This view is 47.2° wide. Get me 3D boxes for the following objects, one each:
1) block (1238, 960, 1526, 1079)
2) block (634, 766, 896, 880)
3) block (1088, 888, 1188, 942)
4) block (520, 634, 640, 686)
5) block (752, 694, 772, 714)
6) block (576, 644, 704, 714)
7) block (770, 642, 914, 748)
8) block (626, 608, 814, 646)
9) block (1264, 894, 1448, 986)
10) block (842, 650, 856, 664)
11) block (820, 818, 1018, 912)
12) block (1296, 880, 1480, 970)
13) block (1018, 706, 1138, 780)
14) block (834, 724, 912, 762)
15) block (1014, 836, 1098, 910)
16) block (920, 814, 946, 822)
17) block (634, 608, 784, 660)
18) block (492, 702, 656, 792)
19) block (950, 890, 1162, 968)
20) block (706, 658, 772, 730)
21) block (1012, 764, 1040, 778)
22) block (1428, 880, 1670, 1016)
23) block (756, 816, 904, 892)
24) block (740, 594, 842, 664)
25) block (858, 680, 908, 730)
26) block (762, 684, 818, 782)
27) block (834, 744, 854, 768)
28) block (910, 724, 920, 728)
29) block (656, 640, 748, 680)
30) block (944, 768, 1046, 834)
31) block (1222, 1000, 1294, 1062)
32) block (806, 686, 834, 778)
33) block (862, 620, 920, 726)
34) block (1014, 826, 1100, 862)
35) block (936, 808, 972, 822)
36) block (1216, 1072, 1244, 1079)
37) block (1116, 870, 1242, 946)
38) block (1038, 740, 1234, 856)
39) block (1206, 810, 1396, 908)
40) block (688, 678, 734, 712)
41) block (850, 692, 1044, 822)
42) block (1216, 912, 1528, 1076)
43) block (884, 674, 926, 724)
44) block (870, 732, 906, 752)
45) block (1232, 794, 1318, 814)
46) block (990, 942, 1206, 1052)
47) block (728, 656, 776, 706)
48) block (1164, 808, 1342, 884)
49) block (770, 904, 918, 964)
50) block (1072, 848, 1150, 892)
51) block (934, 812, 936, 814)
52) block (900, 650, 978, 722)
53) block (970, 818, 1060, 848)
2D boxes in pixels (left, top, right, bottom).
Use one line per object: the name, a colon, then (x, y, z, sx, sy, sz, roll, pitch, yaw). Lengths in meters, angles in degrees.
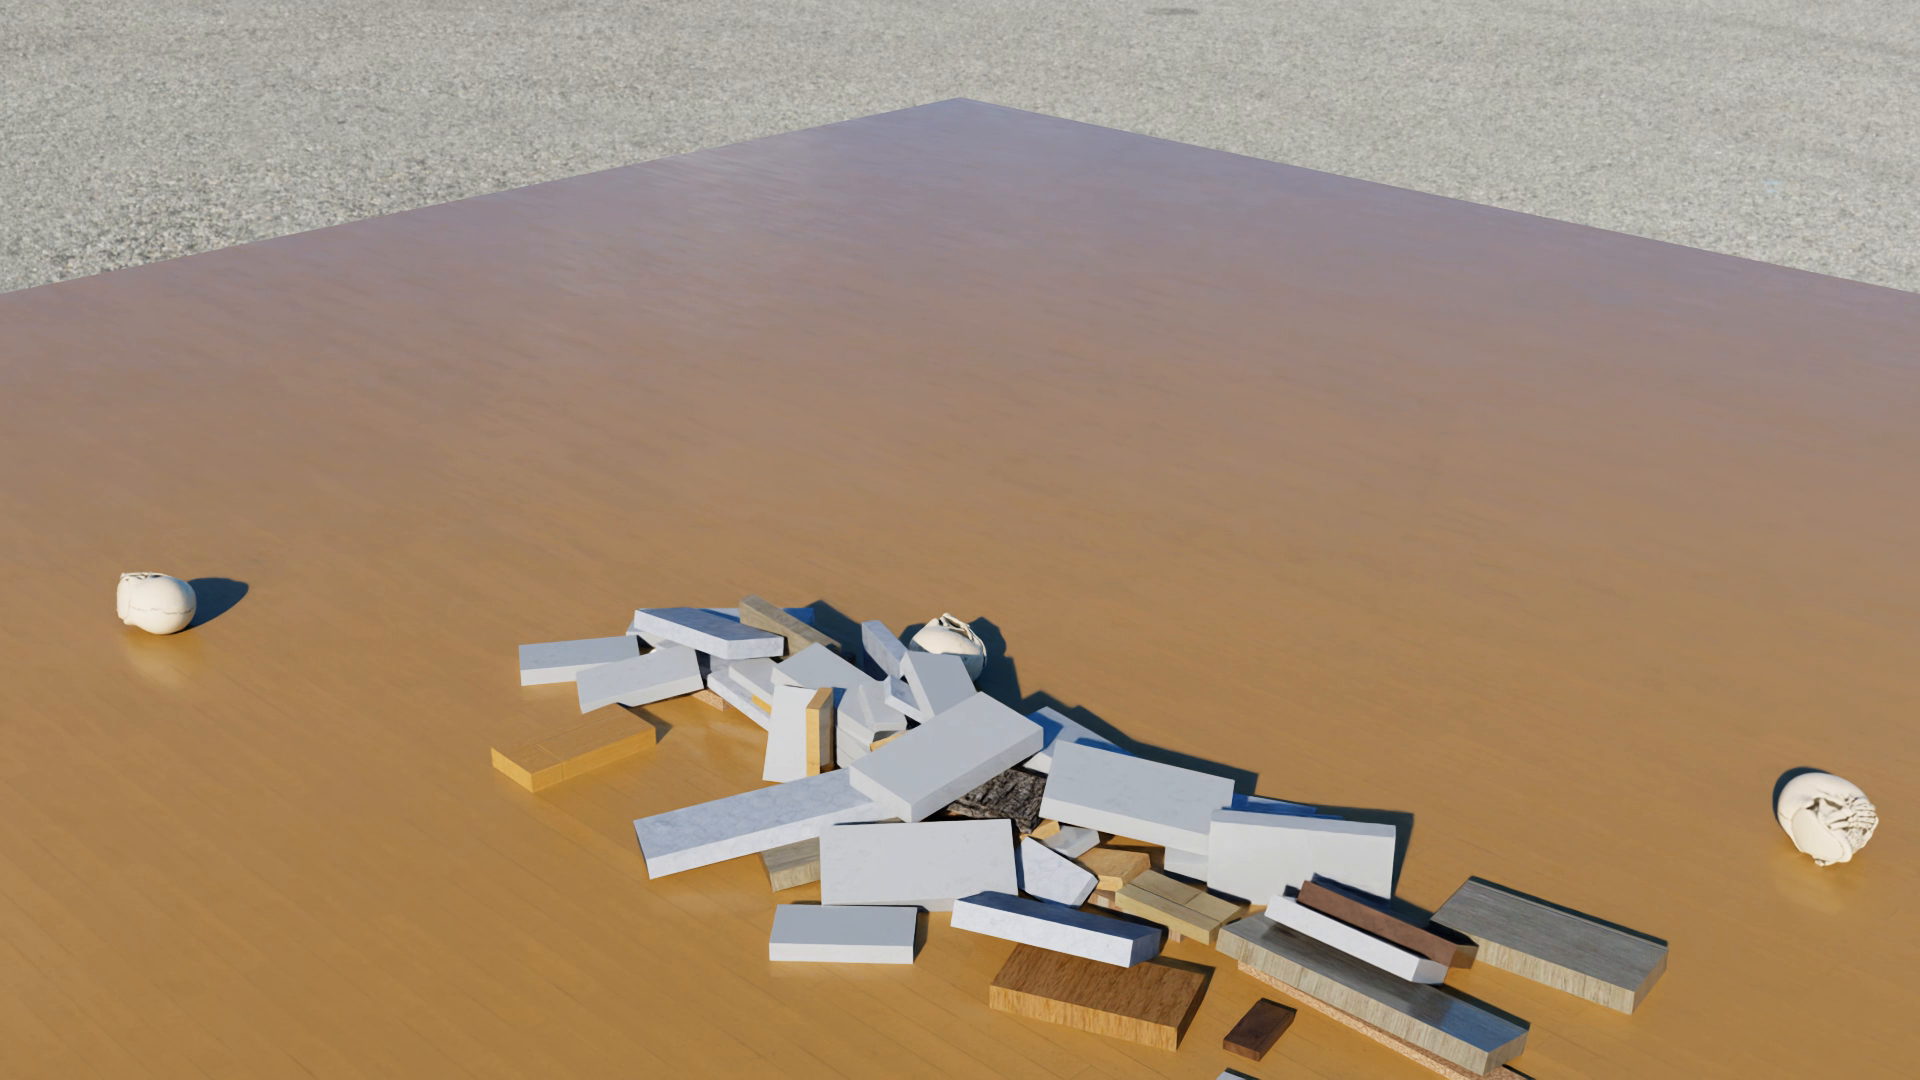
block: (0.923, 0.911, 3.588, 0.068, 0.019, 1.146, -21, 31, -40)
block: (-0.366, 0.541, 4.305, 0.523, 0.044, 0.154, -13, 25, -13)
block: (0.354, 0.682, 4.115, 0.208, 0.029, 0.104, 17, 29, 35)
block: (-0.875, 0.276, 5.062, 0.270, 0.038, 0.135, -5, 23, -11)
block: (-0.353, 0.370, 4.783, 0.188, 0.027, 0.094, 32, 37, 30)
block: (-0.713, 0.312, 4.893, 0.270, 0.038, 0.135, -14, 32, -6)
block: (-0.246, 0.324, 4.630, 0.281, 0.040, 0.140, 31, 37, 25)
block: (-0.564, 0.206, 5.199, 0.424, 0.038, 0.135, 0, 23, 6)
block: (0.708, 0.713, 3.924, 0.298, 0.042, 0.149, 20, -1, 35)
block: (-0.297, 0.290, 5.052, 0.067, 0.019, 0.135, 8, 24, 18)
block: (-0.080, 0.618, 4.153, 0.365, 0.048, 0.169, -2, 49, -4)
block: (0.769, 0.691, 3.956, 0.298, 0.042, 0.149, 20, -1, 30)
block: (0.266, 0.463, 4.471, 0.357, 0.051, 0.179, 28, 26, 27)
block: (-0.125, 0.451, 4.554, 0.140, 0.040, 0.281, -21, 46, -41)
block: (0.166, 0.639, 4.157, 0.184, 0.026, 0.092, 25, 71, 45)
block: (-0.107, 0.583, 4.355, 0.162, 0.023, 0.081, -19, 29, -38)
block: (-0.571, 0.209, 4.969, 0.147, 0.042, 0.399, -2, 10, -38)
block: (-0.819, 0.438, 4.672, 0.309, 0.044, 0.154, -19, 30, -38)
block: (0.173, 0.696, 3.946, 0.338, 0.048, 0.169, 9, 0, 23)
block: (-0.445, 0.344, 4.856, 0.219, 0.031, 0.109, 32, 37, 33)
block: (0.159, 0.475, 4.506, 0.213, 0.030, 0.107, 9, 35, -16)
block: (1.060, 0.732, 3.975, 0.385, 0.048, 0.169, 16, 28, 33)
block: (-0.234, 0.588, 4.276, 0.309, 0.044, 0.154, -13, 25, -13)
block: (-0.380, 0.245, 4.927, 0.293, 0.147, 0.042, 27, 40, 37)
block: (-0.161, 0.344, 4.574, 0.069, 0.020, 0.139, 1, 35, -18)
block: (-0.346, 0.405, 4.564, 0.099, 0.198, 0.028, 6, -3, 15)
block: (-0.254, 0.392, 4.669, 0.140, 0.040, 0.281, -21, 48, -41)
block: (-0.012, 0.418, 4.662, 0.107, 0.030, 0.243, -13, 12, -28)
block: (-0.582, 0.266, 5.014, 0.219, 0.031, 0.109, 21, 31, 40)
block: (0.049, 0.493, 4.321, 0.259, 0.037, 0.130, 14, 34, 23)
block: (0.511, 0.839, 3.760, 0.068, 0.019, 0.136, 14, 27, 30)
block: (-0.288, 0.414, 4.530, 0.028, 0.198, 0.099, 6, 24, 13)
block: (-0.153, 0.291, 4.845, 0.042, 0.147, 0.293, -8, 18, -17)
block: (0.172, 0.586, 4.277, 0.184, 0.026, 0.092, 0, 19, 46)
block: (0.018, 0.536, 4.413, 0.128, 0.064, 0.018, -6, 40, -15)
block: (0.474, 0.914, 3.583, 0.136, 0.019, 0.068, 14, 27, 30)
block: (0.401, 0.676, 4.055, 0.208, 0.029, 0.104, 18, 29, 36)
block: (0.345, 0.501, 4.267, 0.357, 0.051, 0.179, 13, 35, 4)
block: (0.637, 0.605, 4.117, 0.338, 0.169, 0.048, 4, 22, 9)
block: (-0.564, 0.320, 4.968, 0.219, 0.031, 0.109, 21, 31, 40)
block: (-0.025, 0.427, 4.347, 0.357, 0.051, 0.179, -26, 39, -36)
block: (0.707, 0.779, 3.816, 0.535, 0.042, 0.149, 20, 17, 37)
block: (-0.085, 0.347, 4.591, 0.162, 0.023, 0.081, 31, 23, -20)
block: (-0.119, 0.468, 4.465, 0.081, 0.023, 0.162, -17, 48, -11)
block: (0.599, 0.557, 4.410, 0.213, 0.030, 0.107, 8, 24, 19)
block: (0.240, 0.789, 3.841, 0.338, 0.048, 0.169, 9, 25, 20)
block: (-0.407, 0.315, 4.801, 0.188, 0.027, 0.094, 31, 37, 34)
block: (0.568, 0.597, 4.255, 0.338, 0.048, 0.169, 3, 34, 7)
block: (-0.211, 0.719, 4.018, 0.259, 0.037, 0.130, 1, 23, 2)
block: (0.247, 0.624, 4.195, 0.208, 0.029, 0.104, 1, 20, 35)
block: (-0.010, 0.512, 4.464, 0.019, 0.068, 0.136, 28, 35, 31)
block: (-0.024, 0.335, 4.588, 0.130, 0.037, 0.259, 7, 35, -28)
block: (0.106, 0.562, 4.329, 0.092, 0.026, 0.185, -21, 15, -29)
